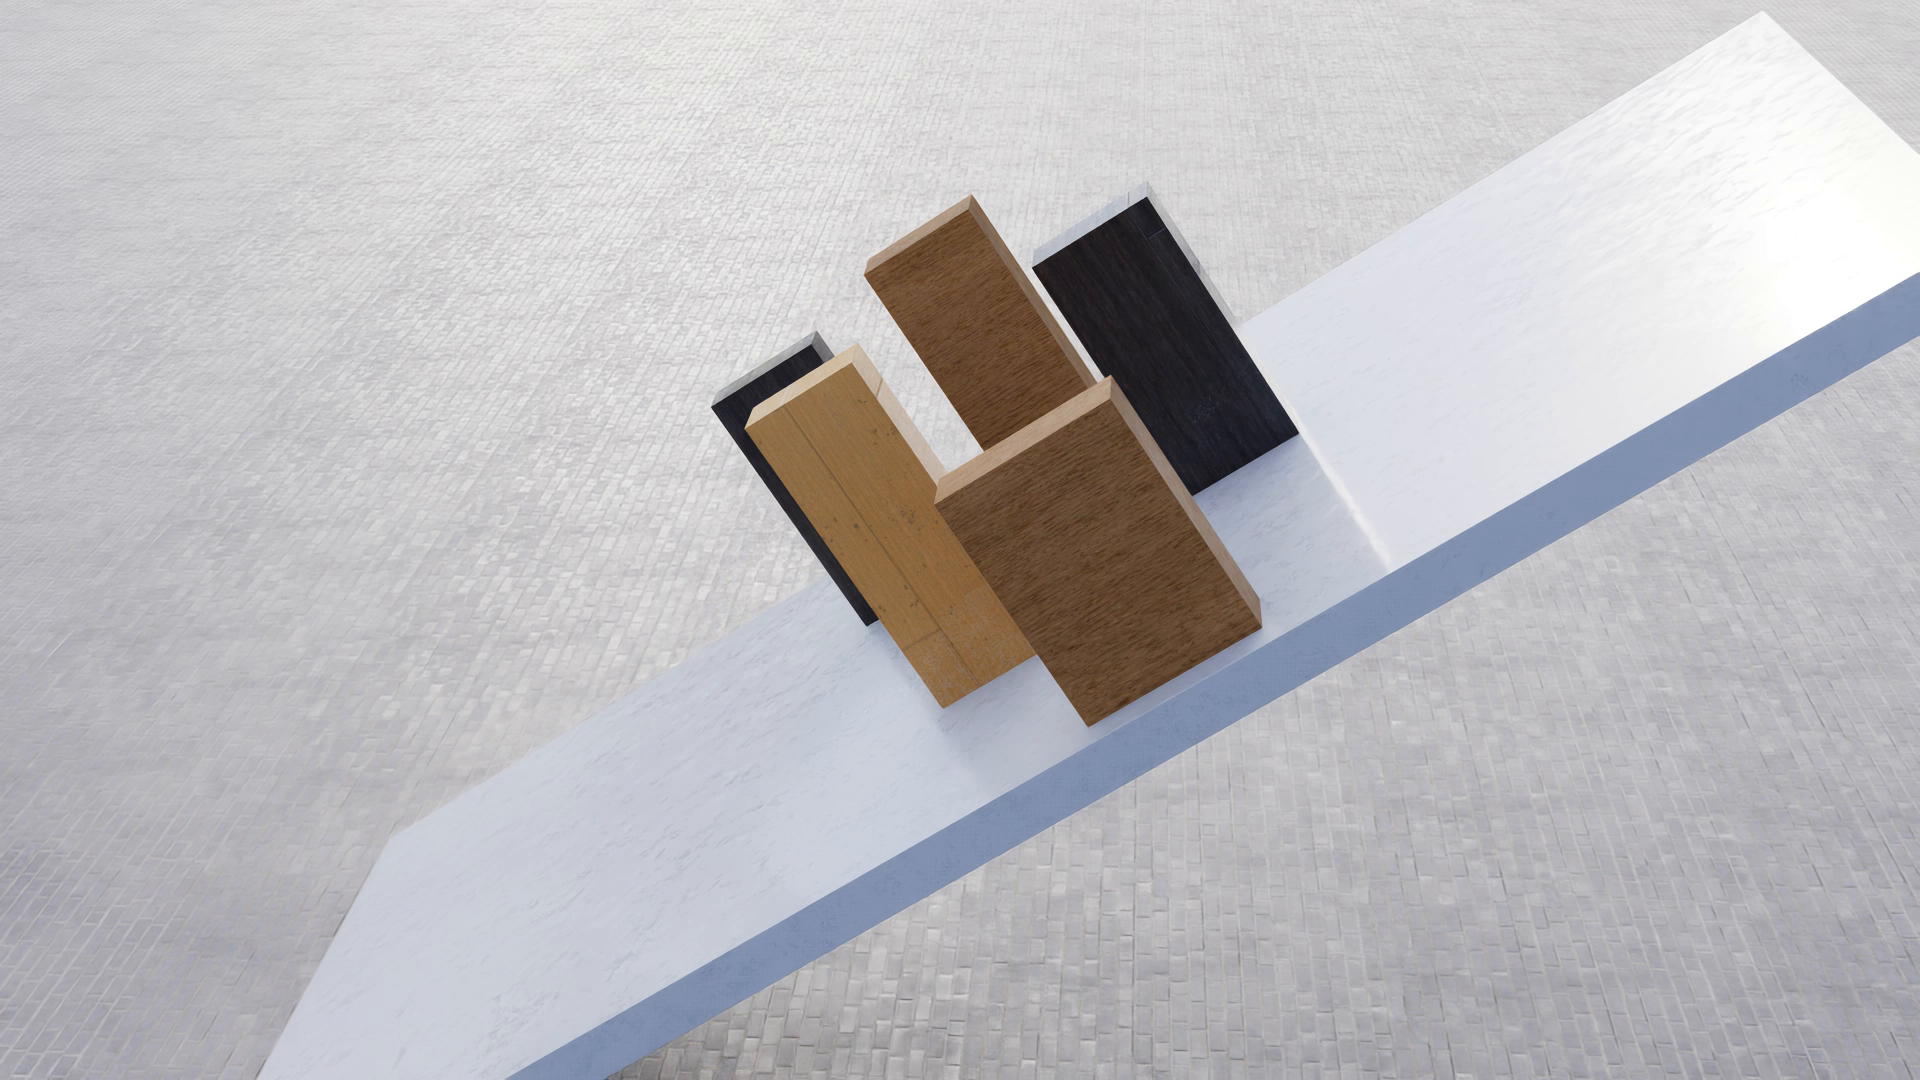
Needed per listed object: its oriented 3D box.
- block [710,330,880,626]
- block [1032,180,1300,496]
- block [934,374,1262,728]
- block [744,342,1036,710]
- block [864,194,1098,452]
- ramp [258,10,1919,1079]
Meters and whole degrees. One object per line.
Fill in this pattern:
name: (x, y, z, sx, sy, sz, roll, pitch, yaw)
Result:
block: (-0.270, -0.137, 6.706, 0.275, 0.627, 0.114, -31, 15, 14)
block: (0.430, -0.414, 6.127, 0.278, 0.596, 0.139, -31, 15, 14)
block: (0.253, 0.023, 5.329, 0.372, 0.510, 0.142, -31, 15, 14)
block: (-0.118, -0.025, 5.889, 0.254, 0.705, 0.136, -31, 15, 14)
block: (0.078, -0.459, 6.932, 0.292, 0.638, 0.147, -31, 15, 14)
ramp: (0.139, 0.171, 6.296, 4.000, 0.100, 2.000, -31, 15, 14)
